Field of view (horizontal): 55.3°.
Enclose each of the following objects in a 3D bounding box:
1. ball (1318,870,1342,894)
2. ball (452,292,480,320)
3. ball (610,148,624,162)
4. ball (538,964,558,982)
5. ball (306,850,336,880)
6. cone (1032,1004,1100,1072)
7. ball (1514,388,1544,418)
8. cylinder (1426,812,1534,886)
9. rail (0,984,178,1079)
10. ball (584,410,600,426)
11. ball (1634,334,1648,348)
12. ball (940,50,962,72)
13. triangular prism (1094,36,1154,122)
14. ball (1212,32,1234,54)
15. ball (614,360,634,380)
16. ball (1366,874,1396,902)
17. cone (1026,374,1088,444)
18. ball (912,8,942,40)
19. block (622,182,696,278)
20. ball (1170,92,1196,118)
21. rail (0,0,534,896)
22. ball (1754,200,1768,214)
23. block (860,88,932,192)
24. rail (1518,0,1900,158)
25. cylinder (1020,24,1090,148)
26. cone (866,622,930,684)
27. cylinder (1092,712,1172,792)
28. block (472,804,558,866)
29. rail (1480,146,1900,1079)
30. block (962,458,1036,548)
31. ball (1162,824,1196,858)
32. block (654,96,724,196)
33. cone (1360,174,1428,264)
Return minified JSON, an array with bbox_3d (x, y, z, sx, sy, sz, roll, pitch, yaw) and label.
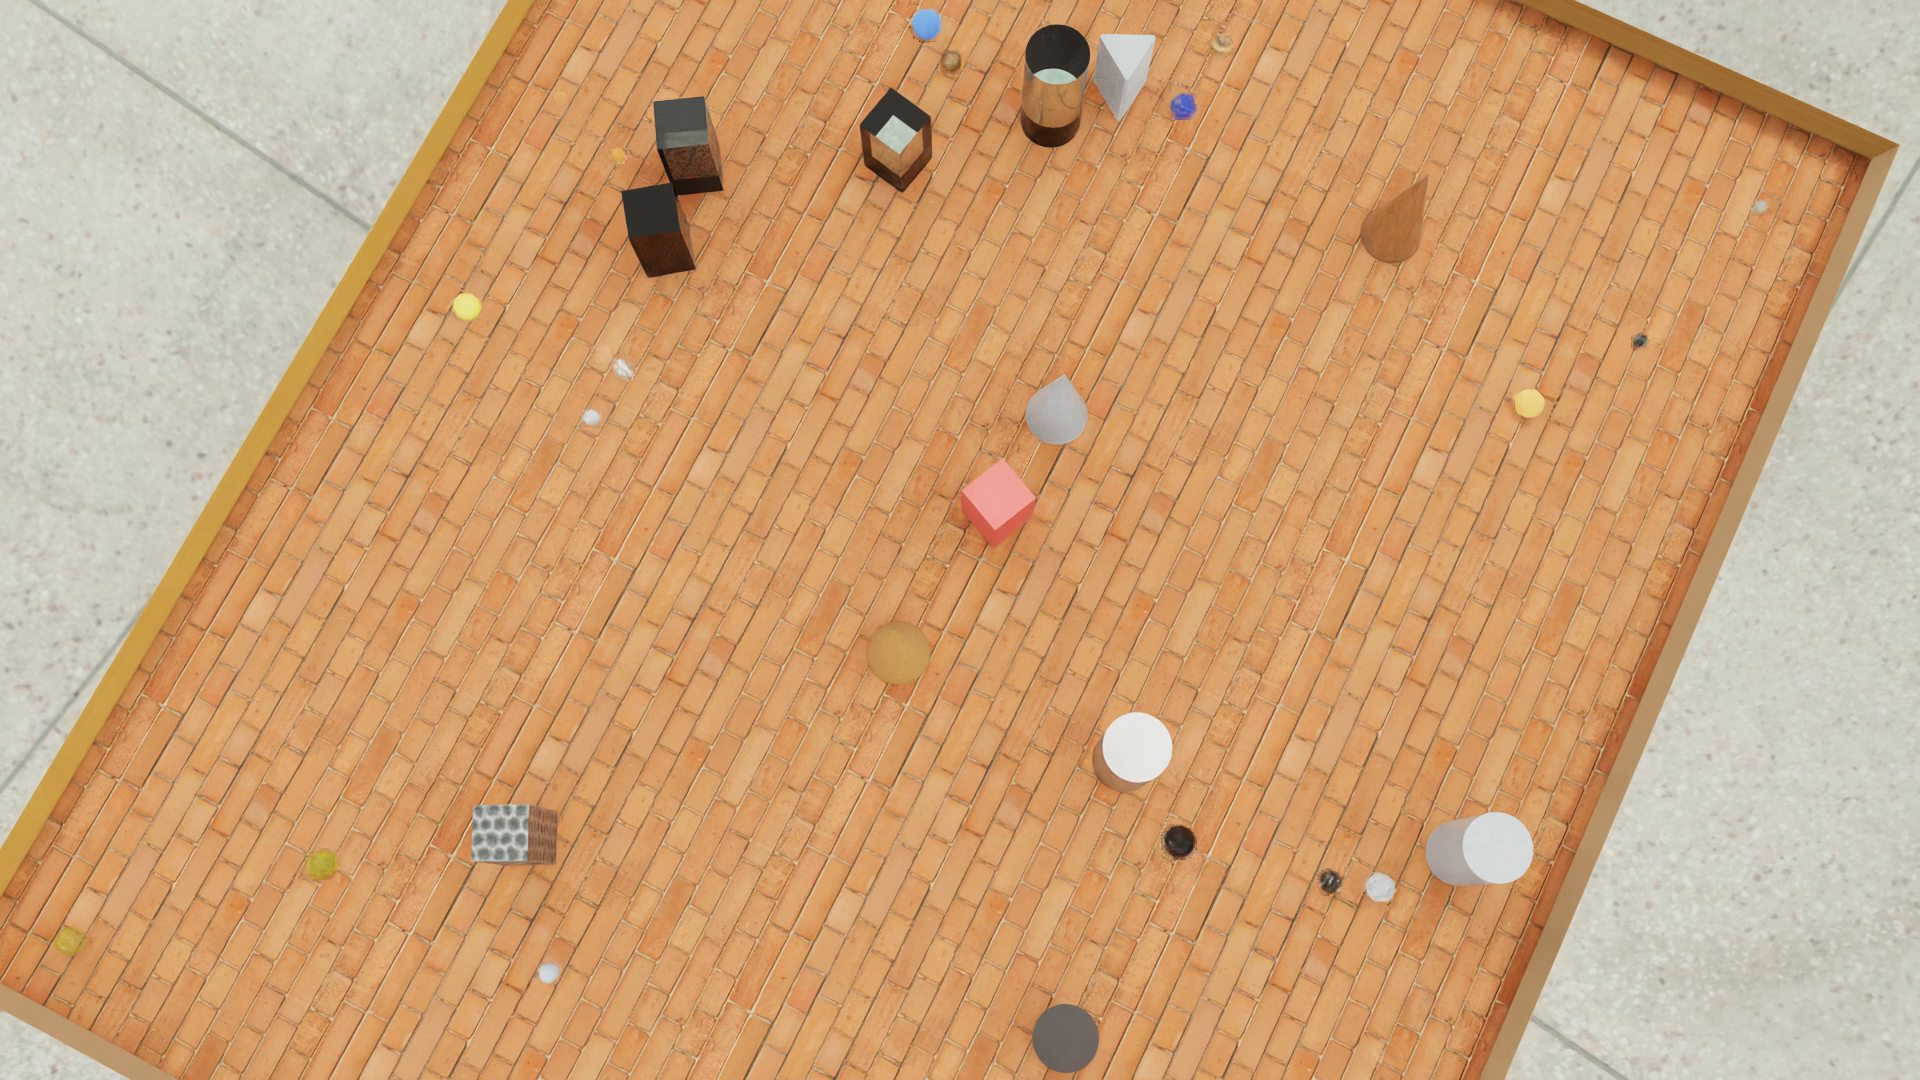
[{"bbox_3d":[1.085,1.003,5.375,0.067,0.067,0.067,0,78,0],"label":"ball"},{"bbox_3d":[-1.541,-0.730,5.724,0.084,0.084,0.084,0,78,0],"label":"ball"},{"bbox_3d":[-1.093,-1.228,5.847,0.046,0.046,0.046,0,78,0],"label":"ball"},{"bbox_3d":[-1.196,1.259,5.327,0.056,0.056,0.056,0,78,0],"label":"ball"},{"bbox_3d":[-1.873,0.952,5.376,0.085,0.085,0.085,0,78,0],"label":"ball"},{"bbox_3d":[0.307,1.399,5.090,0.194,0.464,0.194,0,78,0],"label":"cone"},{"bbox_3d":[1.758,-0.422,5.658,0.090,0.090,0.090,0,78,0],"label":"ball"},{"bbox_3d":[1.474,0.885,5.223,0.194,0.411,0.194,0,78,0],"label":"cylinder"},{"bbox_3d":[-1.083,2.128,5.111,4.148,0.126,0.045,26,80,5],"label":"rail"},{"bbox_3d":[-1.139,-0.376,5.669,0.050,0.050,0.050,0,78,0],"label":"ball"},{"bbox_3d":[2.125,-0.621,5.723,0.043,0.043,0.043,0,78,0],"label":"ball"},{"bbox_3d":[-0.028,-1.539,5.900,0.069,0.069,0.069,0,78,0],"label":"ball"},{"bbox_3d":[0.493,-1.484,5.771,0.145,0.298,0.168,31,80,6],"label":"triangular prism"},{"bbox_3d":[0.847,-1.600,5.913,0.069,0.069,0.069,0,78,0],"label":"ball"},{"bbox_3d":[-1.046,-0.529,5.695,0.060,0.060,0.060,0,78,0],"label":"ball"},{"bbox_3d":[1.231,1.018,5.363,0.085,0.085,0.085,0,78,0],"label":"ball"},{"bbox_3d":[0.301,-0.434,5.483,0.194,0.437,0.194,0,78,0],"label":"cone"},{"bbox_3d":[-0.107,-1.664,5.911,0.097,0.097,0.097,0,78,0],"label":"ball"},{"bbox_3d":[-0.925,-0.950,5.641,0.155,0.337,0.155,-11,79,-2],"label":"block"},{"bbox_3d":[0.715,-1.390,5.863,0.081,0.081,0.081,0,78,0],"label":"ball"},{"bbox_3d":[-1.834,-0.891,5.736,0.045,0.126,4.890,26,80,5],"label":"rail"},{"bbox_3d":[2.540,-1.055,5.813,0.043,0.043,0.043,0,78,0],"label":"ball"},{"bbox_3d":[-0.197,-1.243,5.717,0.155,0.307,0.155,37,81,7],"label":"block"},{"bbox_3d":[1.083,-2.114,5.989,4.148,0.126,0.045,26,80,5],"label":"rail"},{"bbox_3d":[0.291,-1.399,5.674,0.194,0.455,0.194,0,78,0],"label":"cylinder"},{"bbox_3d":[-0.185,0.295,5.323,0.194,0.456,0.194,0,78,0],"label":"cone"},{"bbox_3d":[0.492,0.616,5.279,0.194,0.411,0.194,0,78,0],"label":"cylinder"},{"bbox_3d":[-1.273,0.848,5.254,0.155,0.366,0.155,-1,78,0],"label":"block"},{"bbox_3d":[1.834,0.904,5.364,0.045,0.126,4.890,26,80,5],"label":"rail"},{"bbox_3d":[0.114,-0.108,5.507,0.155,0.258,0.155,-38,81,-7],"label":"block"},{"bbox_3d":[0.644,0.886,5.384,0.096,0.096,0.096,0,78,0],"label":"ball"},{"bbox_3d":[-0.840,-1.218,5.685,0.155,0.359,0.155,-6,78,-1],"label":"block"},{"bbox_3d":[1.368,-1.019,5.581,0.194,0.483,0.194,0,78,0],"label":"cone"}]
